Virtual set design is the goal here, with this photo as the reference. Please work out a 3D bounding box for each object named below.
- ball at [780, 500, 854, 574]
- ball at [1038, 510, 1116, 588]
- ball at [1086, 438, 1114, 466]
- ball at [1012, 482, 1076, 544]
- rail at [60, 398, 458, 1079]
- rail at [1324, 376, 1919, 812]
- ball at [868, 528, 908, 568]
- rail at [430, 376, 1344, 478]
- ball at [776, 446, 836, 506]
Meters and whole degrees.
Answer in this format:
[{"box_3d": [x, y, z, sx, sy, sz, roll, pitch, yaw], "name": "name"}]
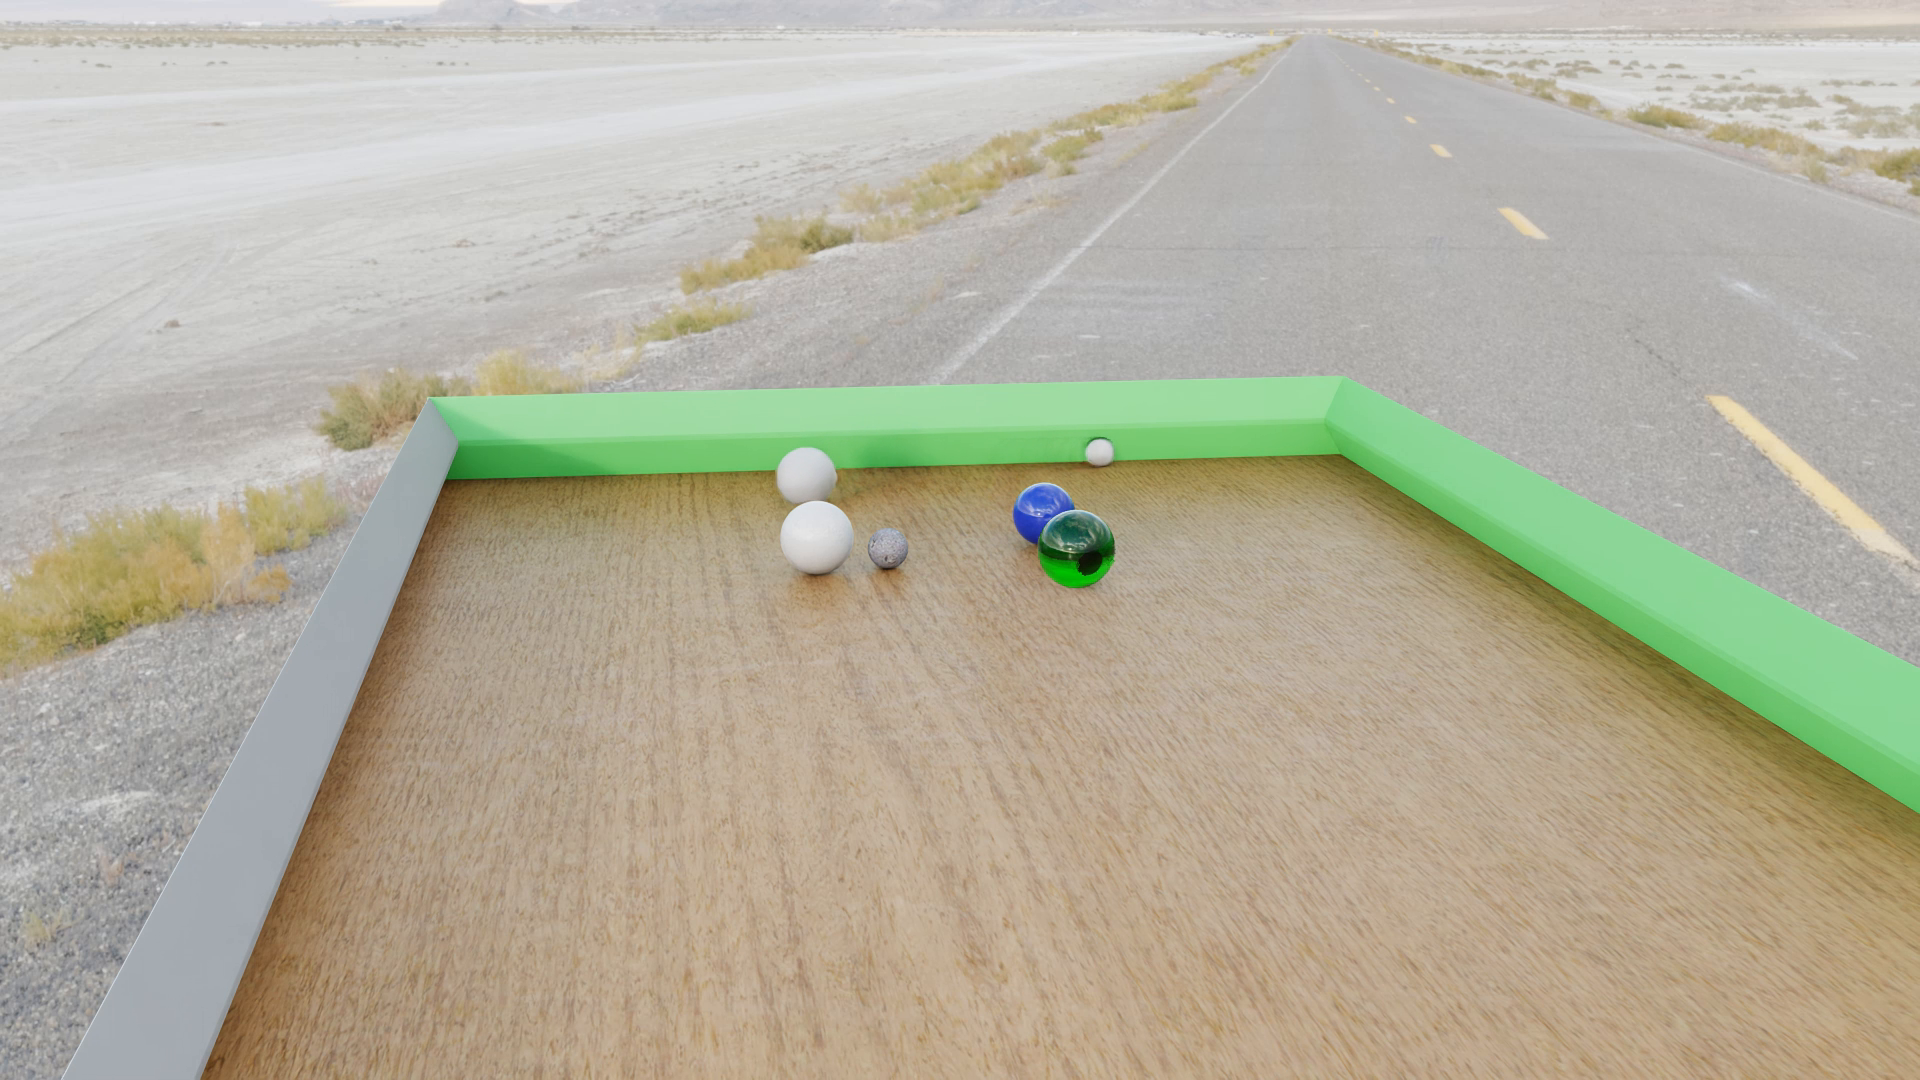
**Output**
[{"box_3d": [-0.180, -0.003, 2.761, 0.093, 0.093, 0.093, 0, 13, 0], "name": "ball"}, {"box_3d": [0.143, 0.011, 2.698, 0.096, 0.096, 0.096, 0, 13, 0], "name": "ball"}, {"box_3d": [0.217, -0.136, 3.425, 0.044, 0.044, 0.044, 0, 13, 0], "name": "ball"}, {"box_3d": [0.111, -0.034, 2.912, 0.084, 0.084, 0.084, 0, 13, 0], "name": "ball"}, {"box_3d": [-0.589, 0.148, 2.057, 0.045, 0.125, 2.625, -2, 14, -8], "name": "rail"}, {"box_3d": [0.776, 0.102, 2.248, 0.045, 0.125, 2.625, -2, 14, -8], "name": "rail"}, {"box_3d": [-0.091, 0.011, 2.793, 0.052, 0.052, 0.052, 0, 13, 0], "name": "ball"}, {"box_3d": [-0.090, -0.171, 3.393, 1.427, 0.125, 0.045, -2, 14, -8], "name": "rail"}, {"box_3d": [-0.219, -0.091, 3.144, 0.086, 0.086, 0.086, 0, 13, 0], "name": "ball"}]
